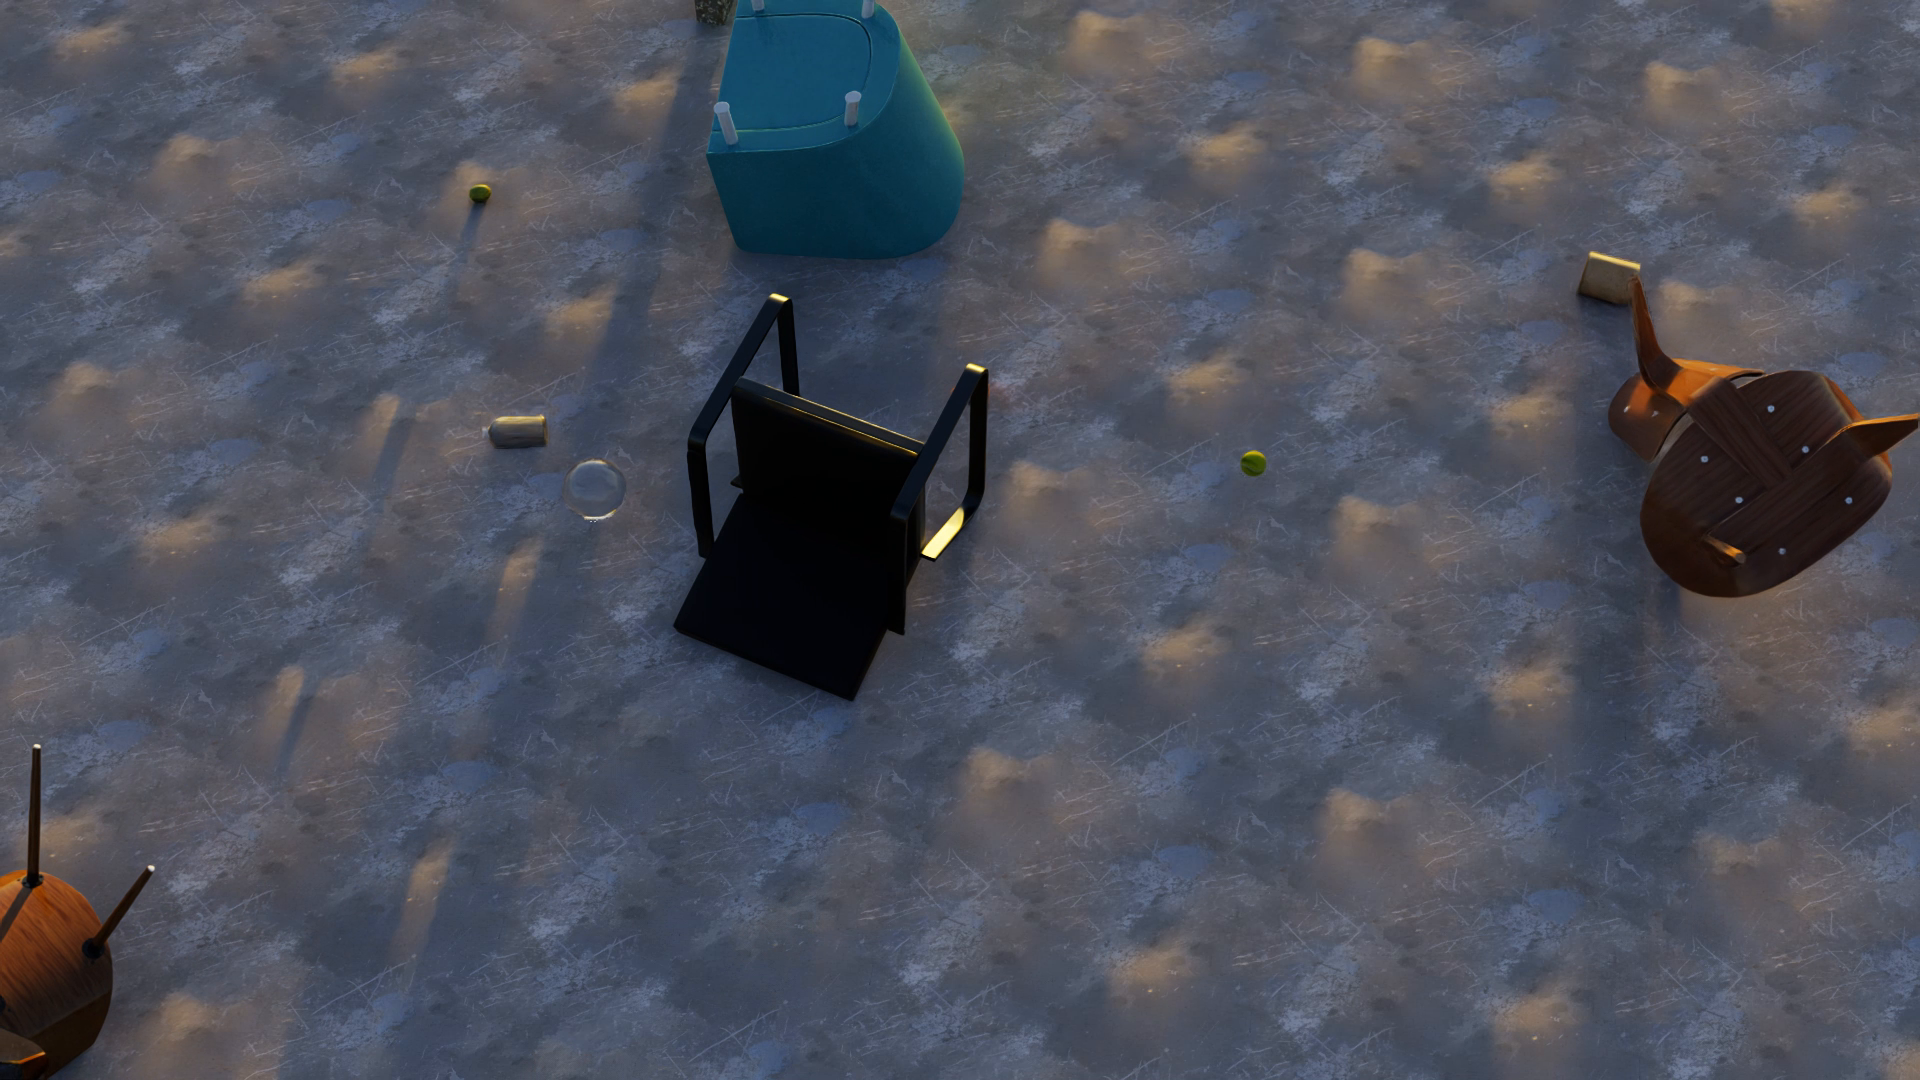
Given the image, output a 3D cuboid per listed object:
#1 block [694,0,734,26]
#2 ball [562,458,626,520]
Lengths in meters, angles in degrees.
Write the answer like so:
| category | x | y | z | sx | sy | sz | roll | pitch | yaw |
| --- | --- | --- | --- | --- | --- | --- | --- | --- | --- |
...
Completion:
| category | x | y | z | sx | sy | sz | roll | pitch | yaw |
| --- | --- | --- | --- | --- | --- | --- | --- | --- | --- |
| block | -0.863 | -1.952 | 7.807 | 0.099 | 0.127 | 0.209 | 10 | 57 | 7 |
| ball | -1.090 | -0.152 | 6.563 | 0.188 | 0.188 | 0.188 | 0 | 56 | 0 |
